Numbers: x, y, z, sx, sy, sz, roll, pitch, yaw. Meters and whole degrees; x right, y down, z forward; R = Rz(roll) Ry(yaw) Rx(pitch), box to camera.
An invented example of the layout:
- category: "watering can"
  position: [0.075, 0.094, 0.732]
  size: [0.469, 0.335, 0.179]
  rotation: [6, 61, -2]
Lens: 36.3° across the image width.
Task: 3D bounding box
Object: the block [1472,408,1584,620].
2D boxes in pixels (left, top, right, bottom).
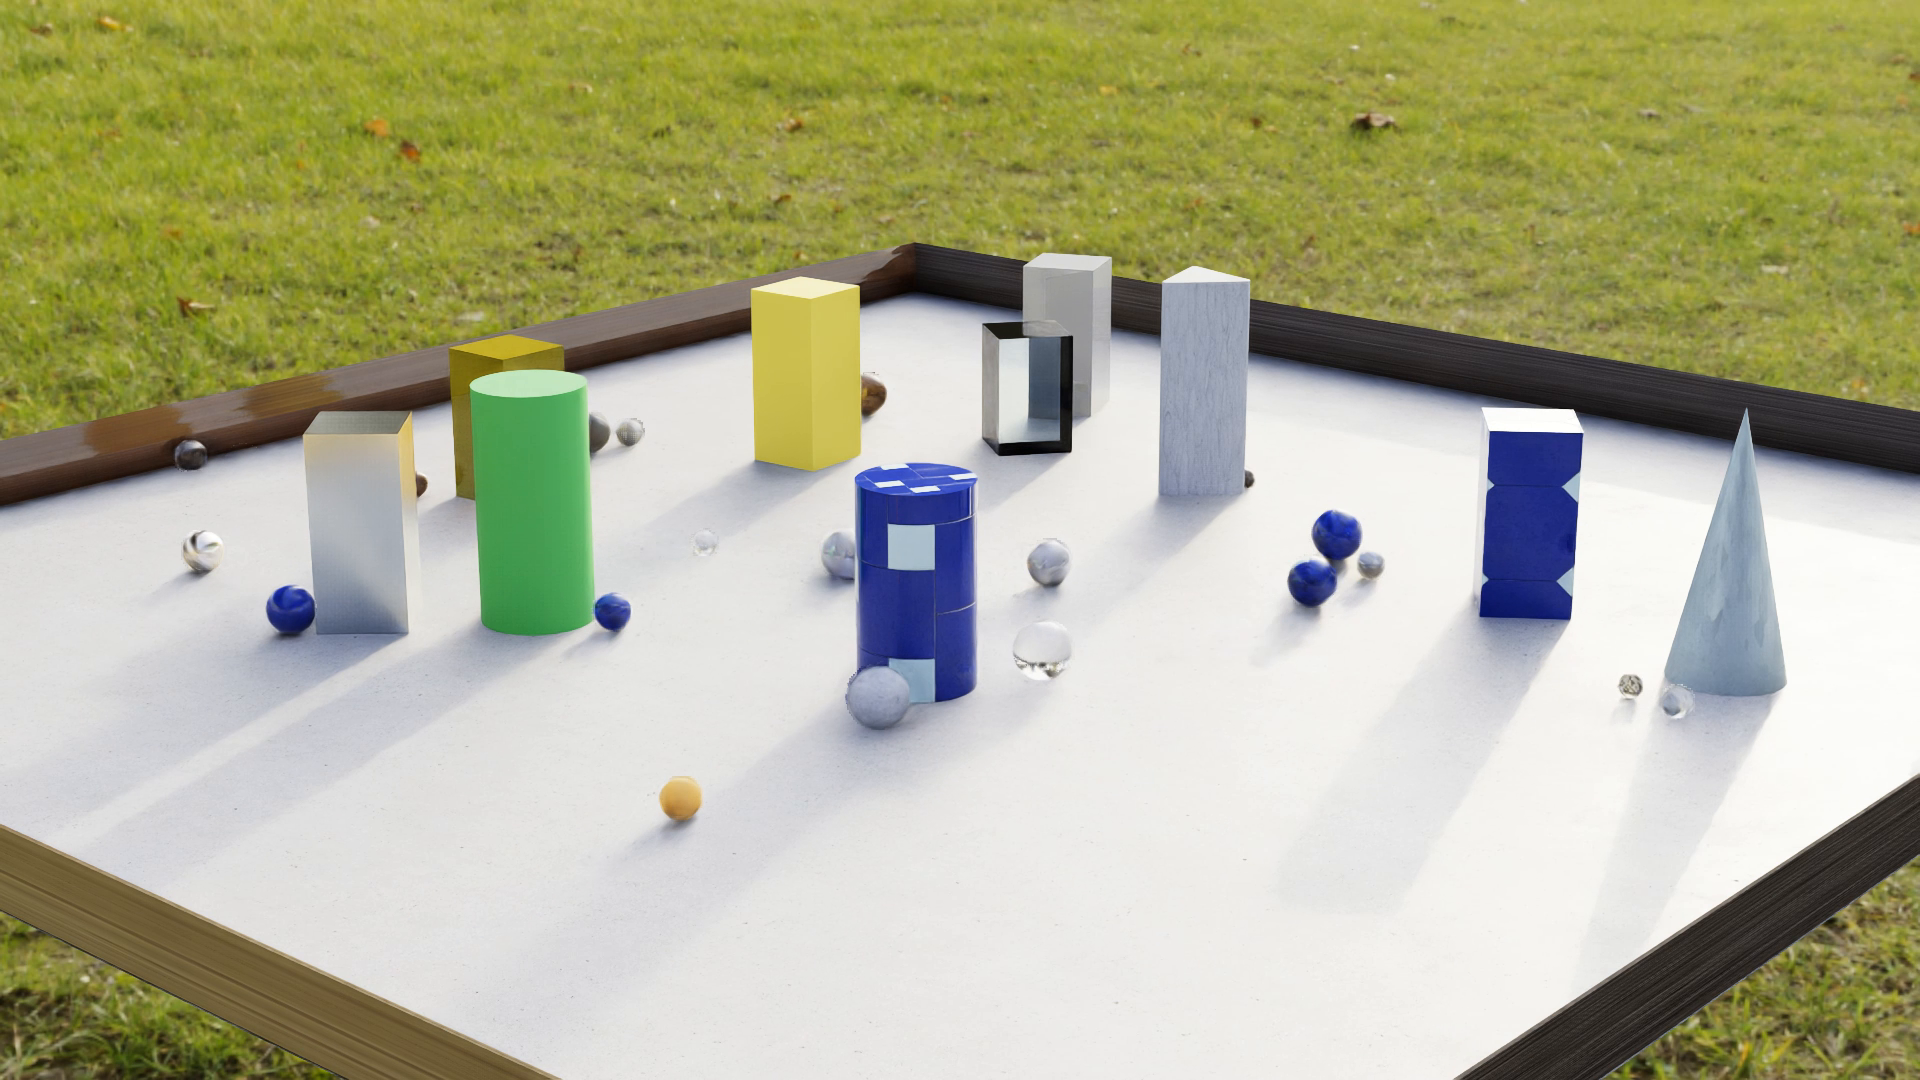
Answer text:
- category: "block"
  position: [0.972, -0.046, 5.029]
  size: [0.155, 0.329, 0.155]
  rotation: [1, 17, 5]

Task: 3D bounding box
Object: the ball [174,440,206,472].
- category: "ball"
  position: [-1.548, -0.170, 5.900]
  size: [0.064, 0.064, 0.064]
  rotation: [0, 17, 0]

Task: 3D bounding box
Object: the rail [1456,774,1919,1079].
- category: "rail"
  position: [1.312, 0.361, 4.029]
  size: [0.045, 0.126, 3.702]
  rotation: [14, 22, 39]

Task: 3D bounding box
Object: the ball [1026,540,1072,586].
- category: "ball"
  position: [0.158, 0.041, 5.171]
  size: [0.080, 0.080, 0.080]
  rotation: [0, 17, 0]

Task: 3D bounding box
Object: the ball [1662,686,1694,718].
- category: "ball"
  position: [1.109, 0.251, 4.529]
  size: [0.049, 0.049, 0.049]
  rotation: [0, 17, 0]

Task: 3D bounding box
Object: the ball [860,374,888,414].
- category: "ball"
  position: [-0.200, -0.317, 6.349]
  size: [0.085, 0.085, 0.085]
  rotation: [0, 17, 0]

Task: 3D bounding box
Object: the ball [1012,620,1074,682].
- category: "ball"
  position: [0.133, 0.178, 4.690]
  size: [0.097, 0.097, 0.097]
  rotation: [0, 17, 0]

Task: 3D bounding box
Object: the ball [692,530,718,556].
- category: "ball"
  position: [-0.466, 0.006, 5.345]
  size: [0.047, 0.047, 0.047]
  rotation: [0, 17, 0]

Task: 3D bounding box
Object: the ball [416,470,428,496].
- category: "ball"
  position: [-1.063, -0.110, 5.726]
  size: [0.050, 0.050, 0.050]
  rotation: [0, 17, 0]

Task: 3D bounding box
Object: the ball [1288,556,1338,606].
- category: "ball"
  position: [0.608, 0.071, 5.059]
  size: [0.087, 0.087, 0.087]
  rotation: [0, 17, 0]

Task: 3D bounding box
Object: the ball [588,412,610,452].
- category: "ball"
  position: [-0.760, -0.222, 6.042]
  size: [0.081, 0.081, 0.081]
  rotation: [0, 17, 0]

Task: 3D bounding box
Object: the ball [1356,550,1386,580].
- category: "ball"
  position: [0.730, 0.044, 5.211]
  size: [0.052, 0.052, 0.052]
  rotation: [0, 17, 0]

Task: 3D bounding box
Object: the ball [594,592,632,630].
- category: "ball"
  position: [-0.584, 0.120, 4.936]
  size: [0.064, 0.064, 0.064]
  rotation: [0, 17, 0]

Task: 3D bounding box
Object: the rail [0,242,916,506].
- category: "rail"
  position: [-1.312, -0.298, 6.211]
  size: [0.045, 0.126, 3.702]
  rotation: [14, 22, 39]

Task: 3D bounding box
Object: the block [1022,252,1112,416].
- category: "block"
  position: [0.233, -0.447, 6.374]
  size: [0.155, 0.321, 0.155]
  rotation: [5, 18, 17]

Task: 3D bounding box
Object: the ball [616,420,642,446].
- category: "ball"
  position: [-0.687, -0.223, 6.091]
  size: [0.055, 0.055, 0.055]
  rotation: [0, 17, 0]

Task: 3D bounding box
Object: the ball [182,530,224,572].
- category: "ball"
  position: [-1.356, 0.020, 5.254]
  size: [0.073, 0.073, 0.073]
  rotation: [0, 17, 0]

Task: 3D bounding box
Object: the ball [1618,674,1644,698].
- category: "ball"
  position: [1.056, 0.230, 4.615]
  size: [0.040, 0.040, 0.040]
  rotation: [0, 17, 0]

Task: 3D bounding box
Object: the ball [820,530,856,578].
- category: "ball"
  position: [-0.204, 0.025, 5.212]
  size: [0.088, 0.088, 0.088]
  rotation: [0, 17, 0]

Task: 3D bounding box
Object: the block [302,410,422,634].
- category: "block"
  position: [-1.005, -0.030, 4.946]
  size: [0.155, 0.347, 0.155]
  rotation: [0, 17, -2]

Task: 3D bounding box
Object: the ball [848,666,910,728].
- category: "ball"
  position: [-0.124, 0.240, 4.487]
  size: [0.095, 0.095, 0.095]
  rotation: [0, 17, 0]

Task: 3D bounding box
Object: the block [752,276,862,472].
- category: "block"
  position: [-0.311, -0.339, 5.956]
  size: [0.155, 0.354, 0.155]
  rotation: [12, 21, 35]

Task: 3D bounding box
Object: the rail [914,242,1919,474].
- category: "rail"
  position: [1.198, -0.367, 6.441]
  size: [3.523, 0.126, 0.045]
  rotation: [14, 22, 39]

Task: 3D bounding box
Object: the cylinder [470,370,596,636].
- category: "cylinder"
  position: [-0.720, -0.065, 4.949]
  size: [0.194, 0.411, 0.194]
  rotation: [0, 17, 0]

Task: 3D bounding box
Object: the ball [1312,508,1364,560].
- category: "ball"
  position: [0.685, -0.011, 5.318]
  size: [0.094, 0.094, 0.094]
  rotation: [0, 17, 0]

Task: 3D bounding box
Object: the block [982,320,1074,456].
- category: "block"
  position: [0.138, -0.316, 6.067]
  size: [0.155, 0.246, 0.155]
  rotation: [-4, 17, -12]

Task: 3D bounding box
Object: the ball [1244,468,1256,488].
- category: "ball"
  position: [0.562, -0.122, 5.781]
  size: [0.040, 0.040, 0.040]
  rotation: [0, 17, 0]

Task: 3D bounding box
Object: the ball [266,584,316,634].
- category: "ball"
  position: [-1.122, 0.116, 4.917]
  size: [0.083, 0.083, 0.083]
  rotation: [0, 17, 0]

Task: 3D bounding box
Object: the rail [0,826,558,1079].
- category: "rail"
  position: [-1.198, 0.430, 3.799]
  size: [3.523, 0.126, 0.045]
  rotation: [14, 22, 39]

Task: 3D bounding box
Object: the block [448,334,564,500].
- category: "block"
  position: [-0.875, -0.231, 5.699]
  size: [0.155, 0.296, 0.155]
  rotation: [14, 21, 38]

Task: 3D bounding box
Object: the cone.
- category: "cone"
  position: [1.232, 0.005, 4.655]
  size: [0.194, 0.448, 0.194]
  rotation: [0, 17, 0]

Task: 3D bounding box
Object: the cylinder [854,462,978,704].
- category: "cylinder"
  position: [-0.069, 0.066, 4.640]
  size: [0.194, 0.339, 0.194]
  rotation: [0, 17, 0]

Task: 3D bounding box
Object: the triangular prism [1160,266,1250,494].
- category: "triangular prism"
  position: [0.467, -0.314, 5.754]
  size: [0.168, 0.424, 0.145]
  rotation: [-2, 17, -5]

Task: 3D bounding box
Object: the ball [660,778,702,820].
- category: "ball"
  position: [-0.394, 0.365, 4.133]
  size: [0.060, 0.060, 0.060]
  rotation: [0, 17, 0]
